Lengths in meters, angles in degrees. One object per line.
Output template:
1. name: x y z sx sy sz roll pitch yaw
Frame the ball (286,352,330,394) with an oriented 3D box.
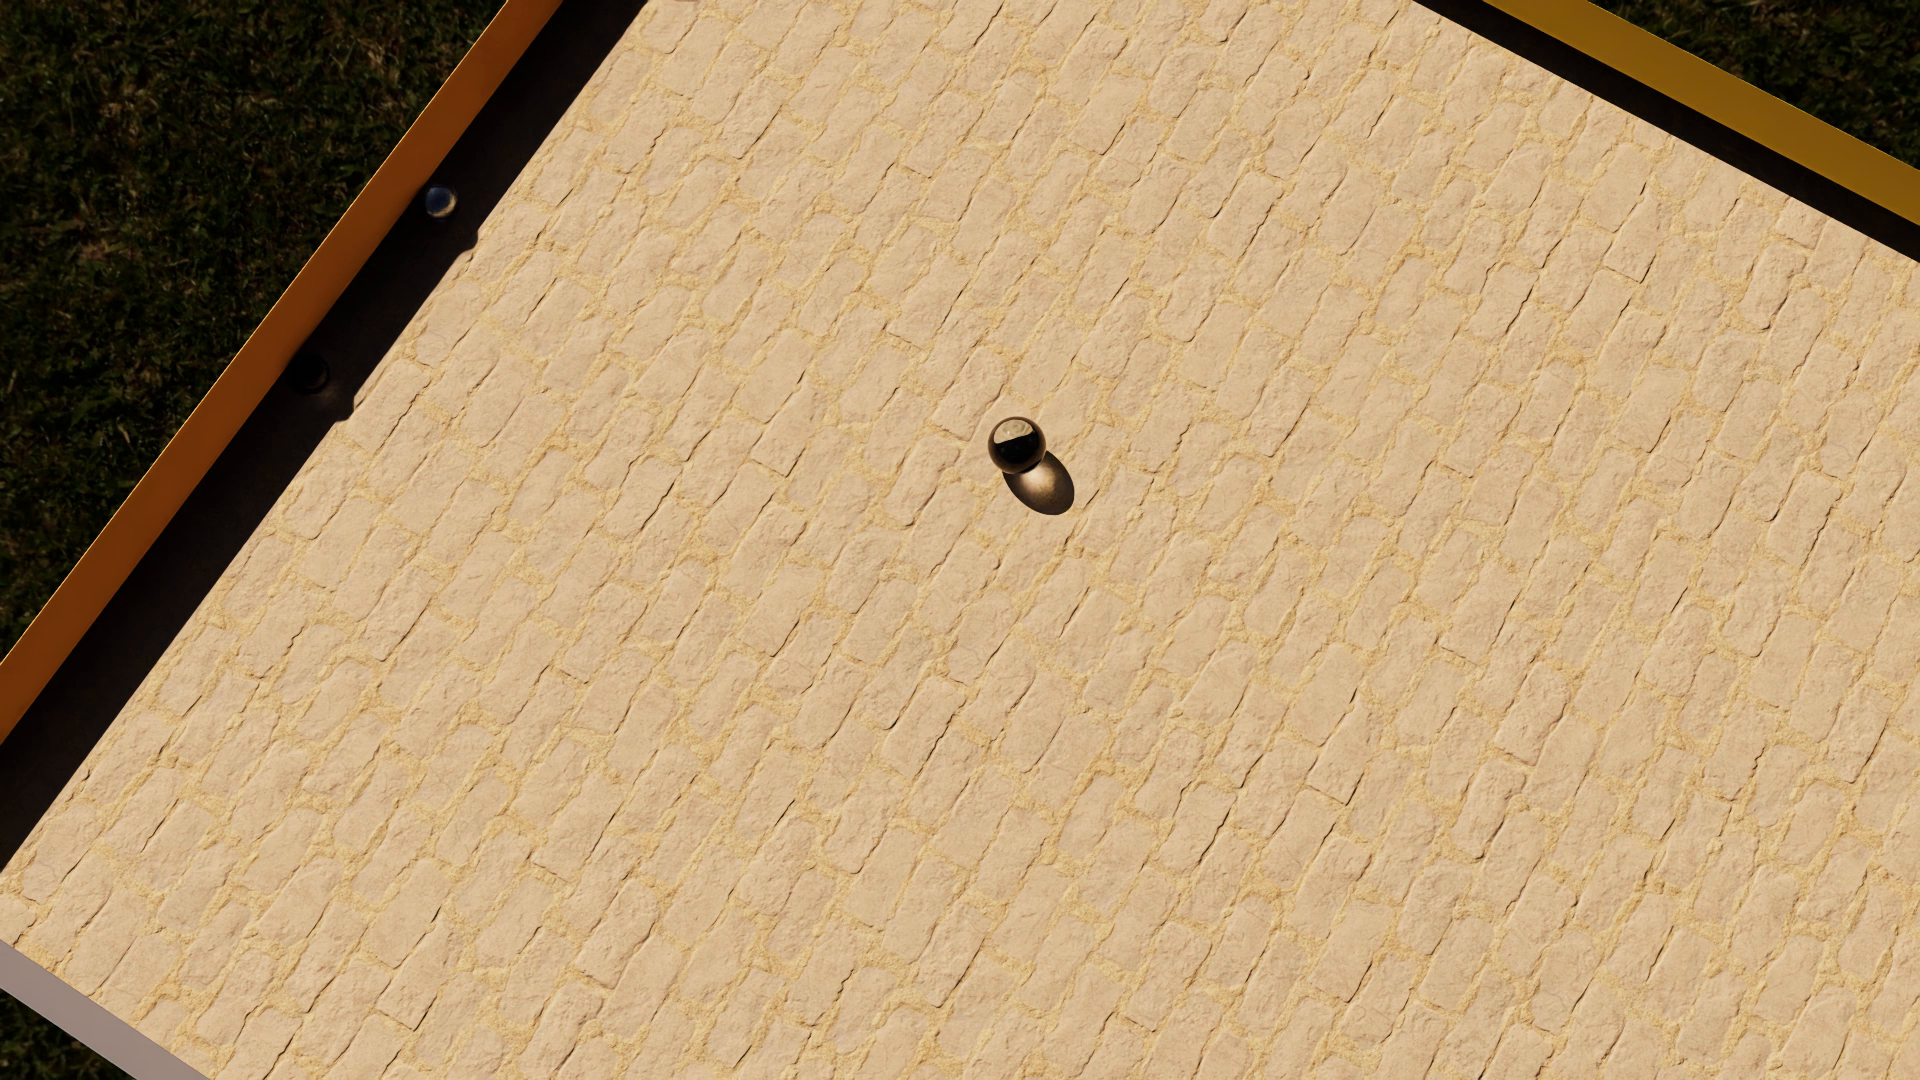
1. ball: -1.030 -0.264 3.475 0.067 0.067 0.067 0 73 0

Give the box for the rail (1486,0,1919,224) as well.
1. rail: 1.594 -0.497 3.518 4.371 0.125 0.045 30 75 9

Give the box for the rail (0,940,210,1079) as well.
1. rail: 0.271 1.568 2.867 4.371 0.125 0.045 30 75 9

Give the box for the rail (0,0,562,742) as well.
1. rail: -0.912 -0.539 3.531 0.045 0.125 2.585 30 75 9

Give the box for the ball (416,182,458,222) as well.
1. ball: -0.849 -0.548 3.565 0.067 0.067 0.067 0 73 0

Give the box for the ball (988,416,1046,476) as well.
1. ball: 0.089 -0.147 3.425 0.092 0.092 0.092 0 73 0
